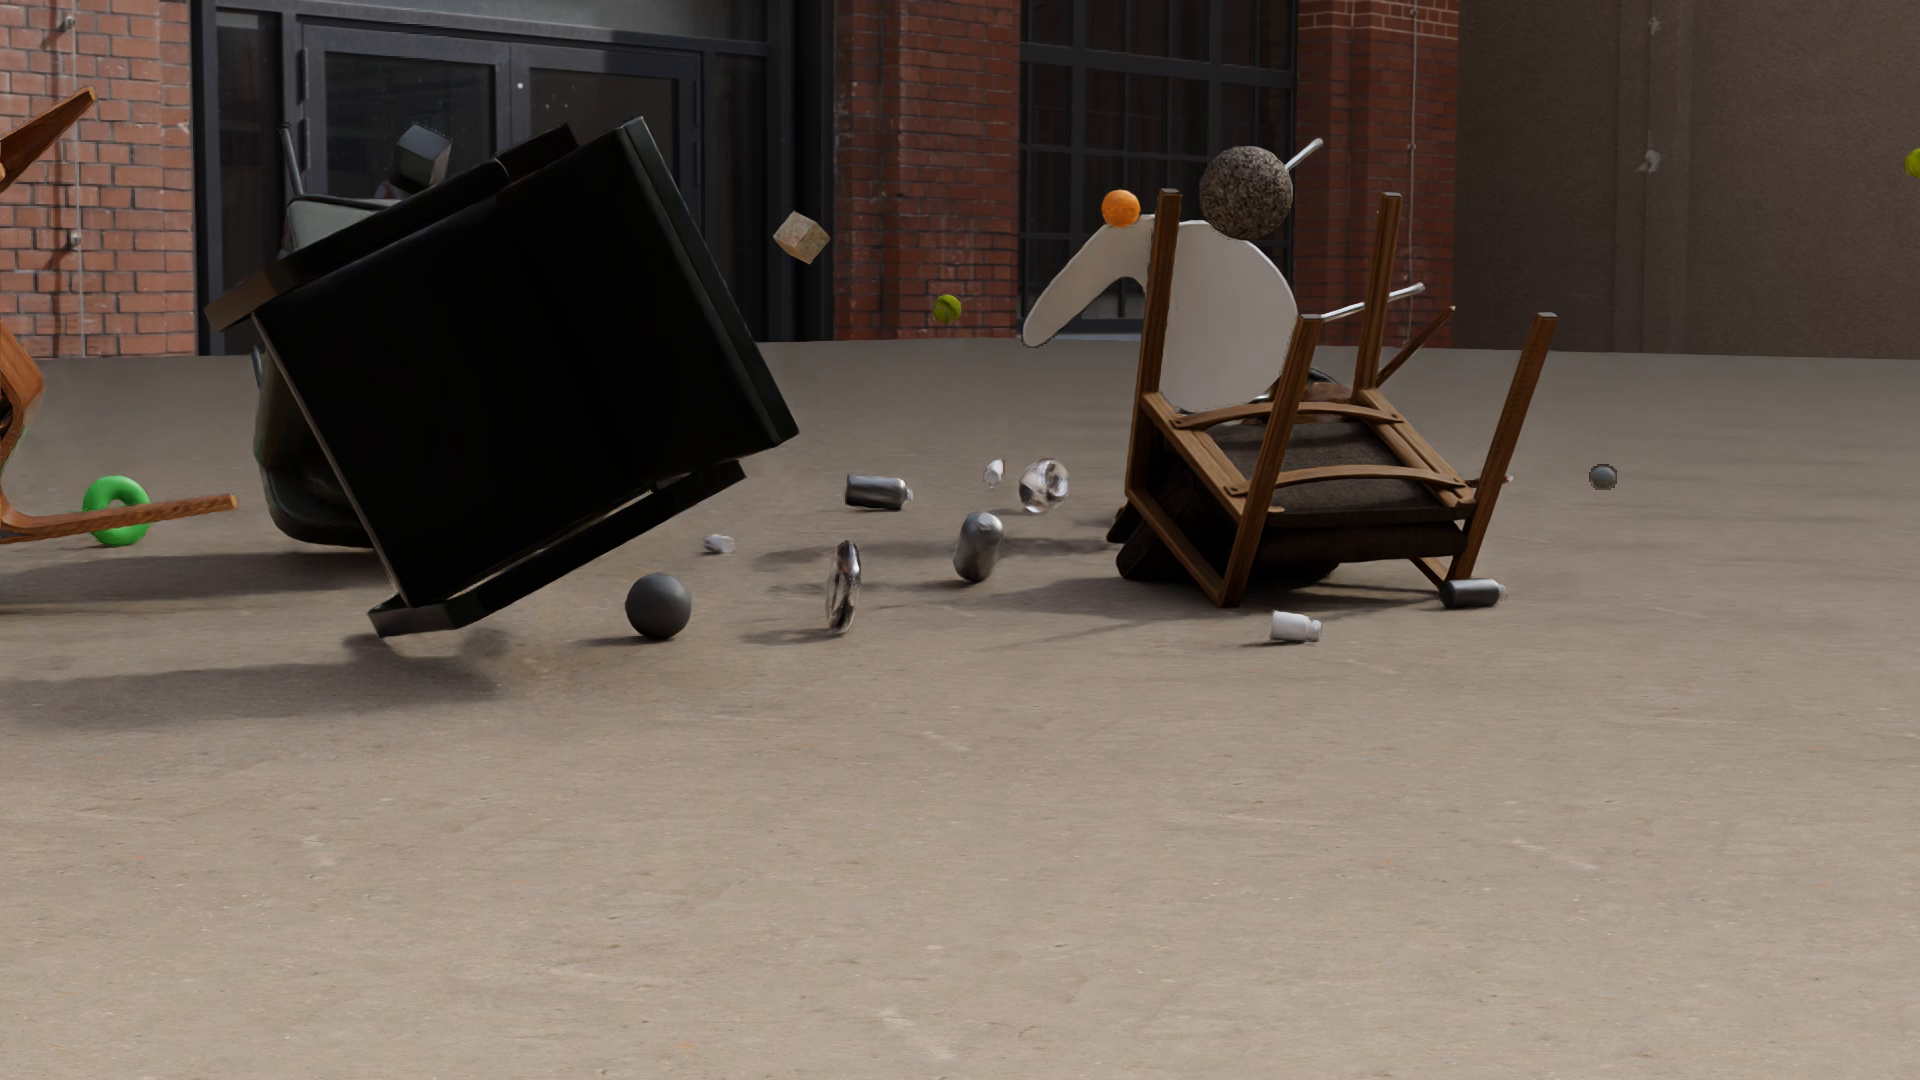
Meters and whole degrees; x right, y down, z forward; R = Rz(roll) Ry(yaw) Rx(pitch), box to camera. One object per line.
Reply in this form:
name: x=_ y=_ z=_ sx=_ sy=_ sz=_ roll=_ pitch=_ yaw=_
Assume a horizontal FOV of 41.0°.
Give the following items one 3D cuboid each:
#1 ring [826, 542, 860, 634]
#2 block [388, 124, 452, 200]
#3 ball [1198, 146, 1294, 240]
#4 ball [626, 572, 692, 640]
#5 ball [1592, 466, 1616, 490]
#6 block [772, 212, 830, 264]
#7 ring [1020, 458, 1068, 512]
ring: x=-0.216 y=0.087 z=4.739 sx=0.039 sy=0.173 sz=0.206 roll=7 pitch=-3 yaw=-11
block: x=-1.503 y=-1.051 z=7.143 sx=0.117 sy=0.143 sz=0.111 roll=25 pitch=44 yaw=2
ball: x=0.649 y=-0.788 z=5.826 sx=0.214 sy=0.214 sz=0.214 roll=0 pitch=6 yaw=0
ball: x=-0.547 y=0.120 z=4.662 sx=0.120 sy=0.120 sz=0.120 roll=0 pitch=6 yaw=0
ball: x=1.562 y=-0.151 z=6.228 sx=0.055 sy=0.055 sz=0.055 roll=0 pitch=6 yaw=0
block: x=-0.523 y=-0.997 z=8.459 sx=0.130 sy=0.113 sz=0.092 roll=30 pitch=-12 yaw=45
ring: x=0.237 y=-0.154 z=7.203 sx=0.074 sy=0.139 sz=0.308 roll=-24 pitch=7 yaw=23
